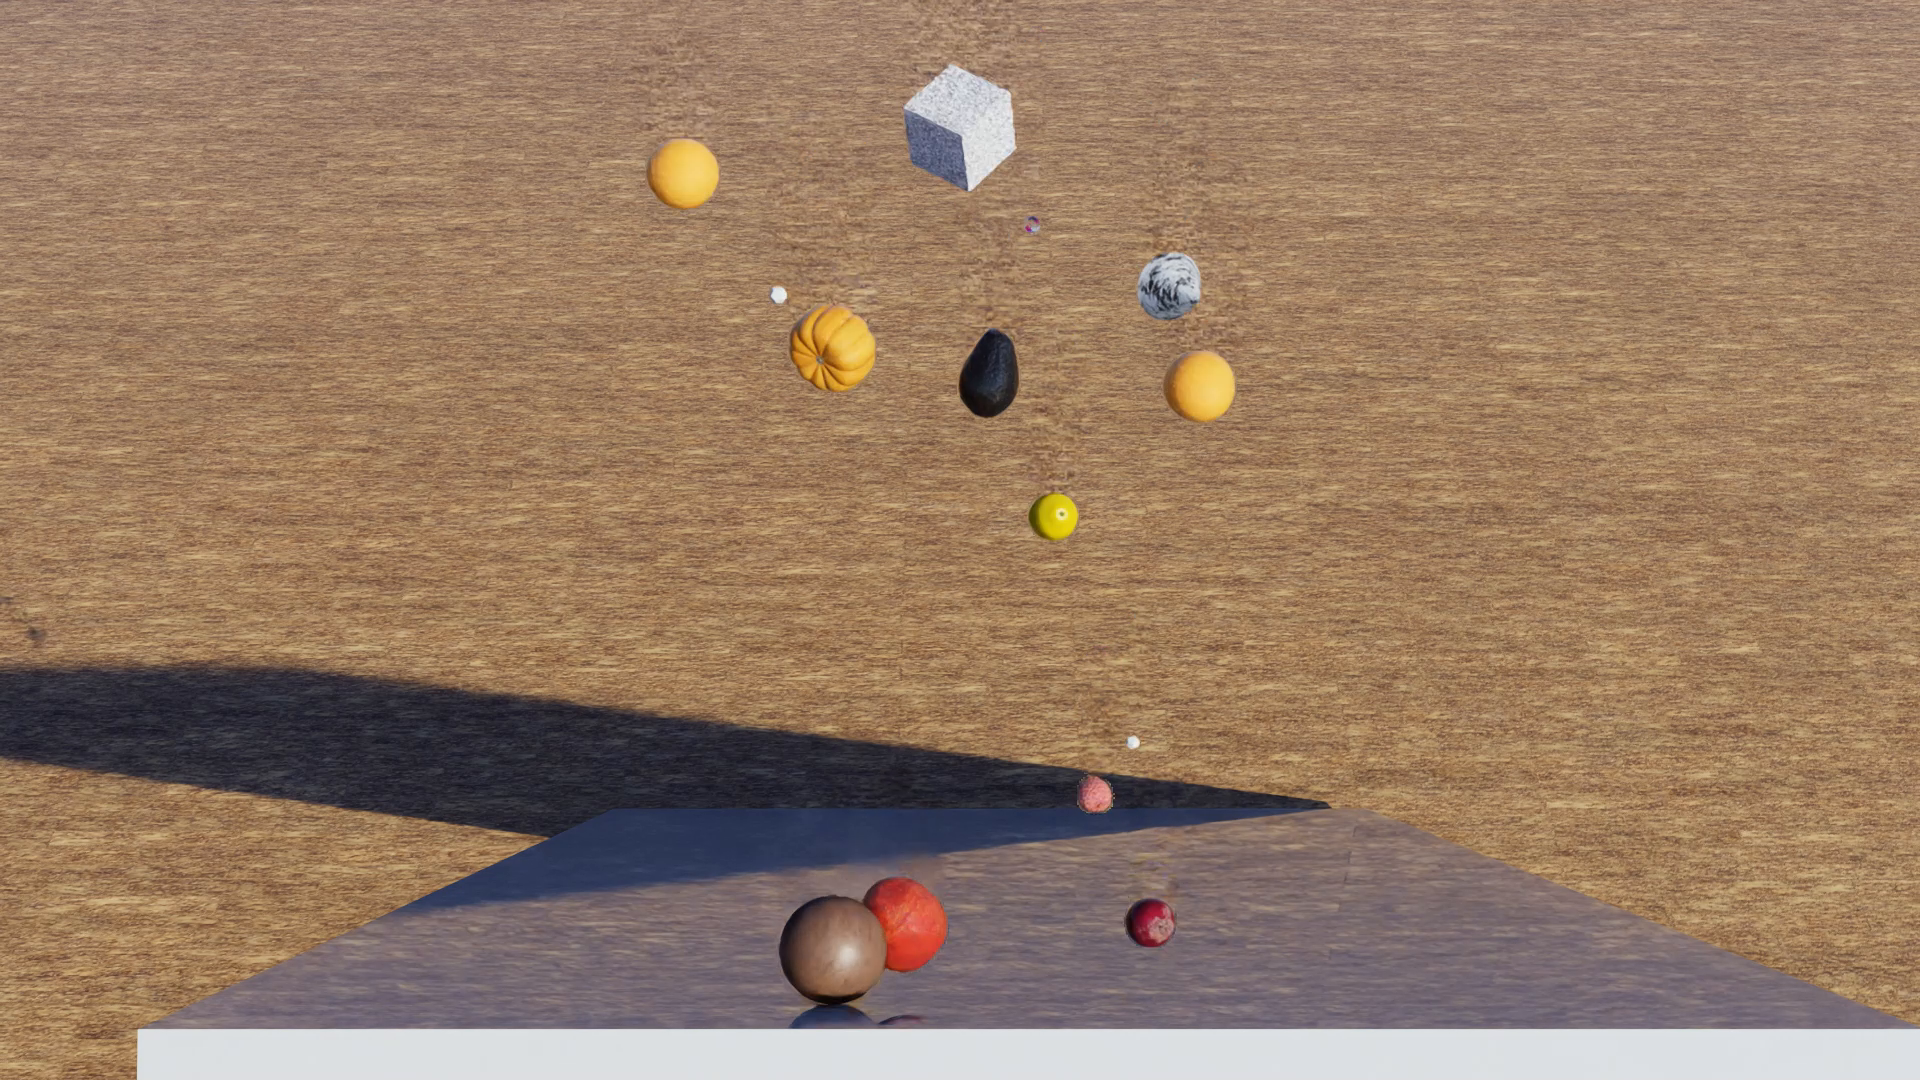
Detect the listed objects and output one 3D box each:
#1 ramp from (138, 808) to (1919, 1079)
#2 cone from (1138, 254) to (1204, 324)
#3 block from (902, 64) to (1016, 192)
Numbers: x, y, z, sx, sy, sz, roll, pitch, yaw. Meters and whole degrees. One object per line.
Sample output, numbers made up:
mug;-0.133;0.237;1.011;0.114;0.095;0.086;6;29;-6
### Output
ramp;0.080;0.680;4.904;2.000;0.100;4.000;0;-2;0
cone;0.245;-0.269;2.845;0.077;0.077;0.077;-10;16;-14
block;0.000;-0.420;2.652;0.077;0.077;0.077;30;61;27
